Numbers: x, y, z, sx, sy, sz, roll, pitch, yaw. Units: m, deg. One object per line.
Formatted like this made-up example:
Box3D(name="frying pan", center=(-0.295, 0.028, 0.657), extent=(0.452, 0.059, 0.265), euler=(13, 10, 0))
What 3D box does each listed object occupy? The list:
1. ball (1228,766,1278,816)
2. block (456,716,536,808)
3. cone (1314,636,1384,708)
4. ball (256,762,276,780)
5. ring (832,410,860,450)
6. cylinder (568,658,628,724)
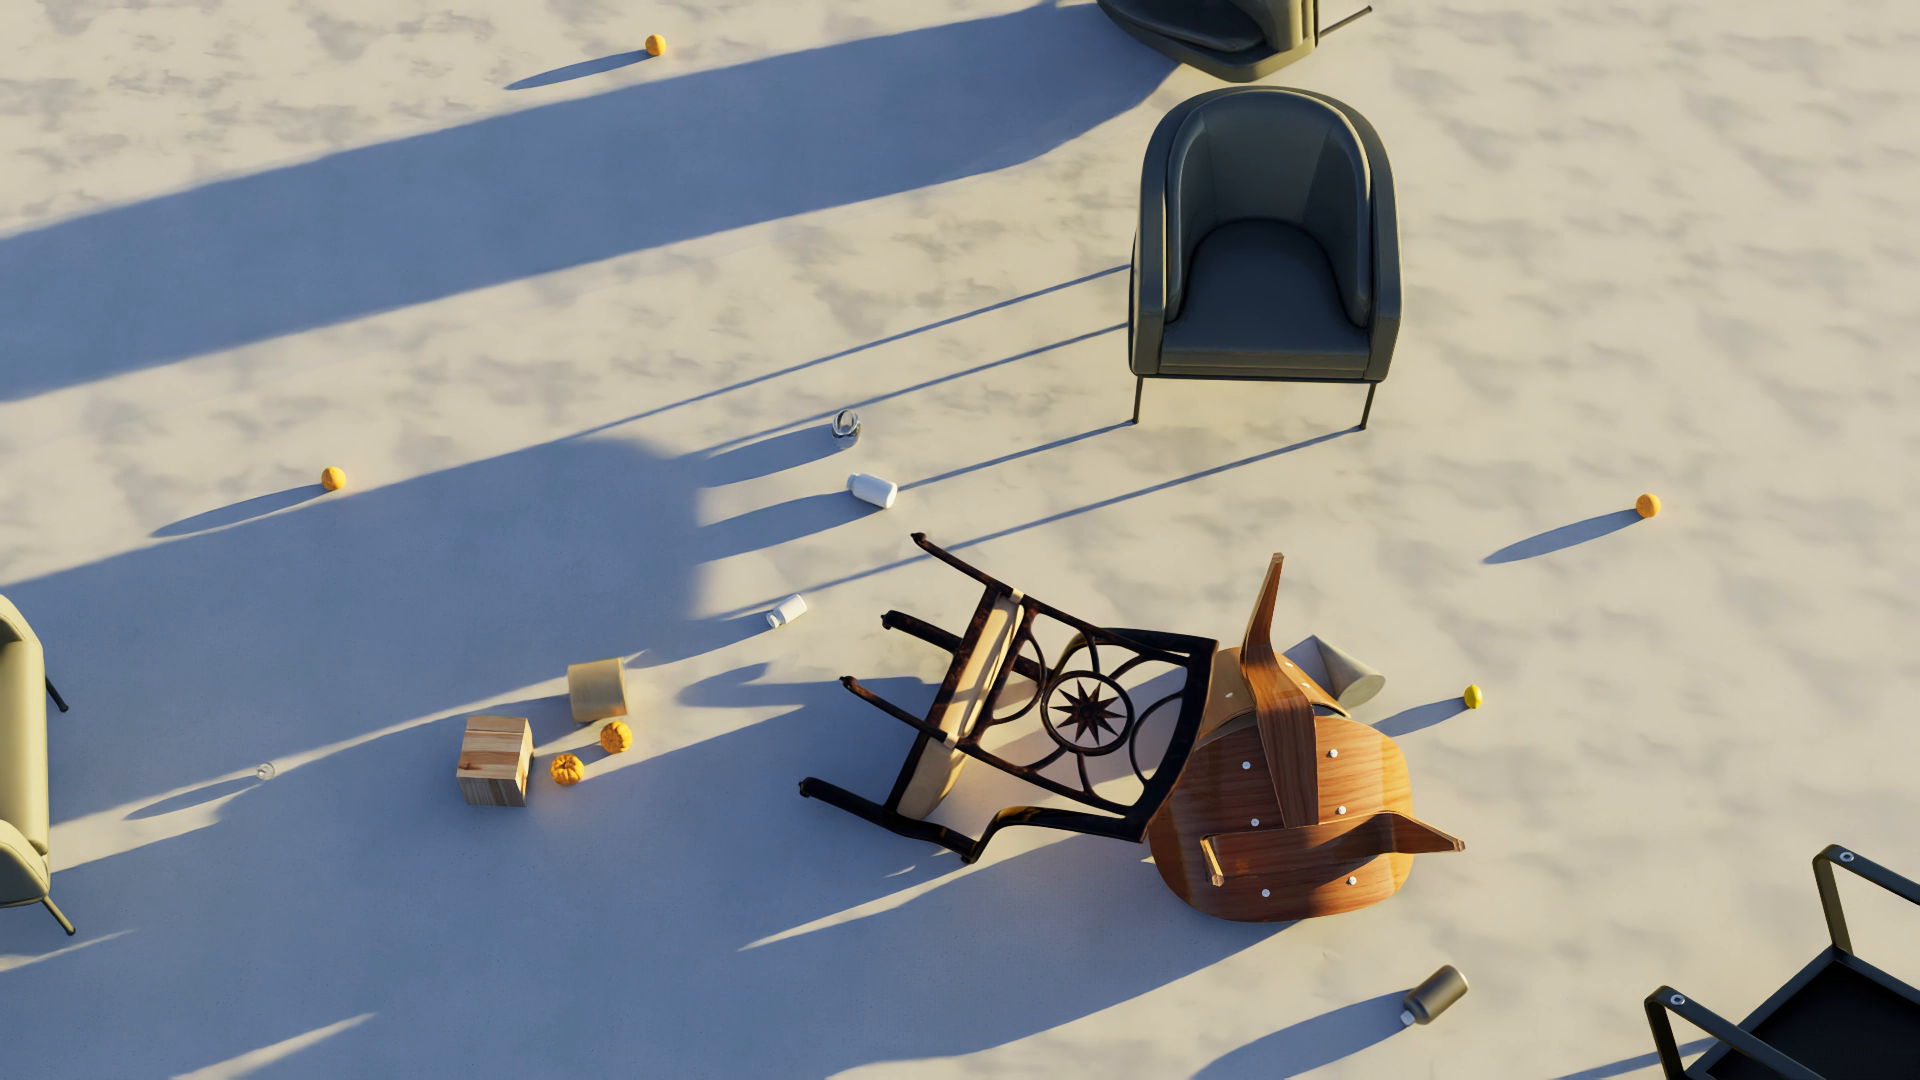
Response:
Box3D(name="ball", center=(0.803, 0.689, 6.031), extent=(0.134, 0.134, 0.134), euler=(0, 56, 0))
Box3D(name="block", center=(-1.277, 0.611, 6.065), extent=(0.161, 0.165, 0.190), euler=(2, 56, 2))
Box3D(name="cone", center=(1.080, 0.350, 6.305), extent=(0.155, 0.115, 0.257), euler=(-21, 46, -15))
Box3D(name="ball", center=(-1.929, 0.644, 6.112), extent=(0.050, 0.050, 0.050), euler=(0, 56, 0))
Box3D(name="ring", center=(-0.351, -0.341, 6.769), extent=(0.090, 0.057, 0.138), euler=(2, 57, 3))
Box3D(name="cylinder", center=(-1.023, 0.425, 6.211), extent=(0.148, 0.128, 0.180), euler=(-8, 51, -6))
